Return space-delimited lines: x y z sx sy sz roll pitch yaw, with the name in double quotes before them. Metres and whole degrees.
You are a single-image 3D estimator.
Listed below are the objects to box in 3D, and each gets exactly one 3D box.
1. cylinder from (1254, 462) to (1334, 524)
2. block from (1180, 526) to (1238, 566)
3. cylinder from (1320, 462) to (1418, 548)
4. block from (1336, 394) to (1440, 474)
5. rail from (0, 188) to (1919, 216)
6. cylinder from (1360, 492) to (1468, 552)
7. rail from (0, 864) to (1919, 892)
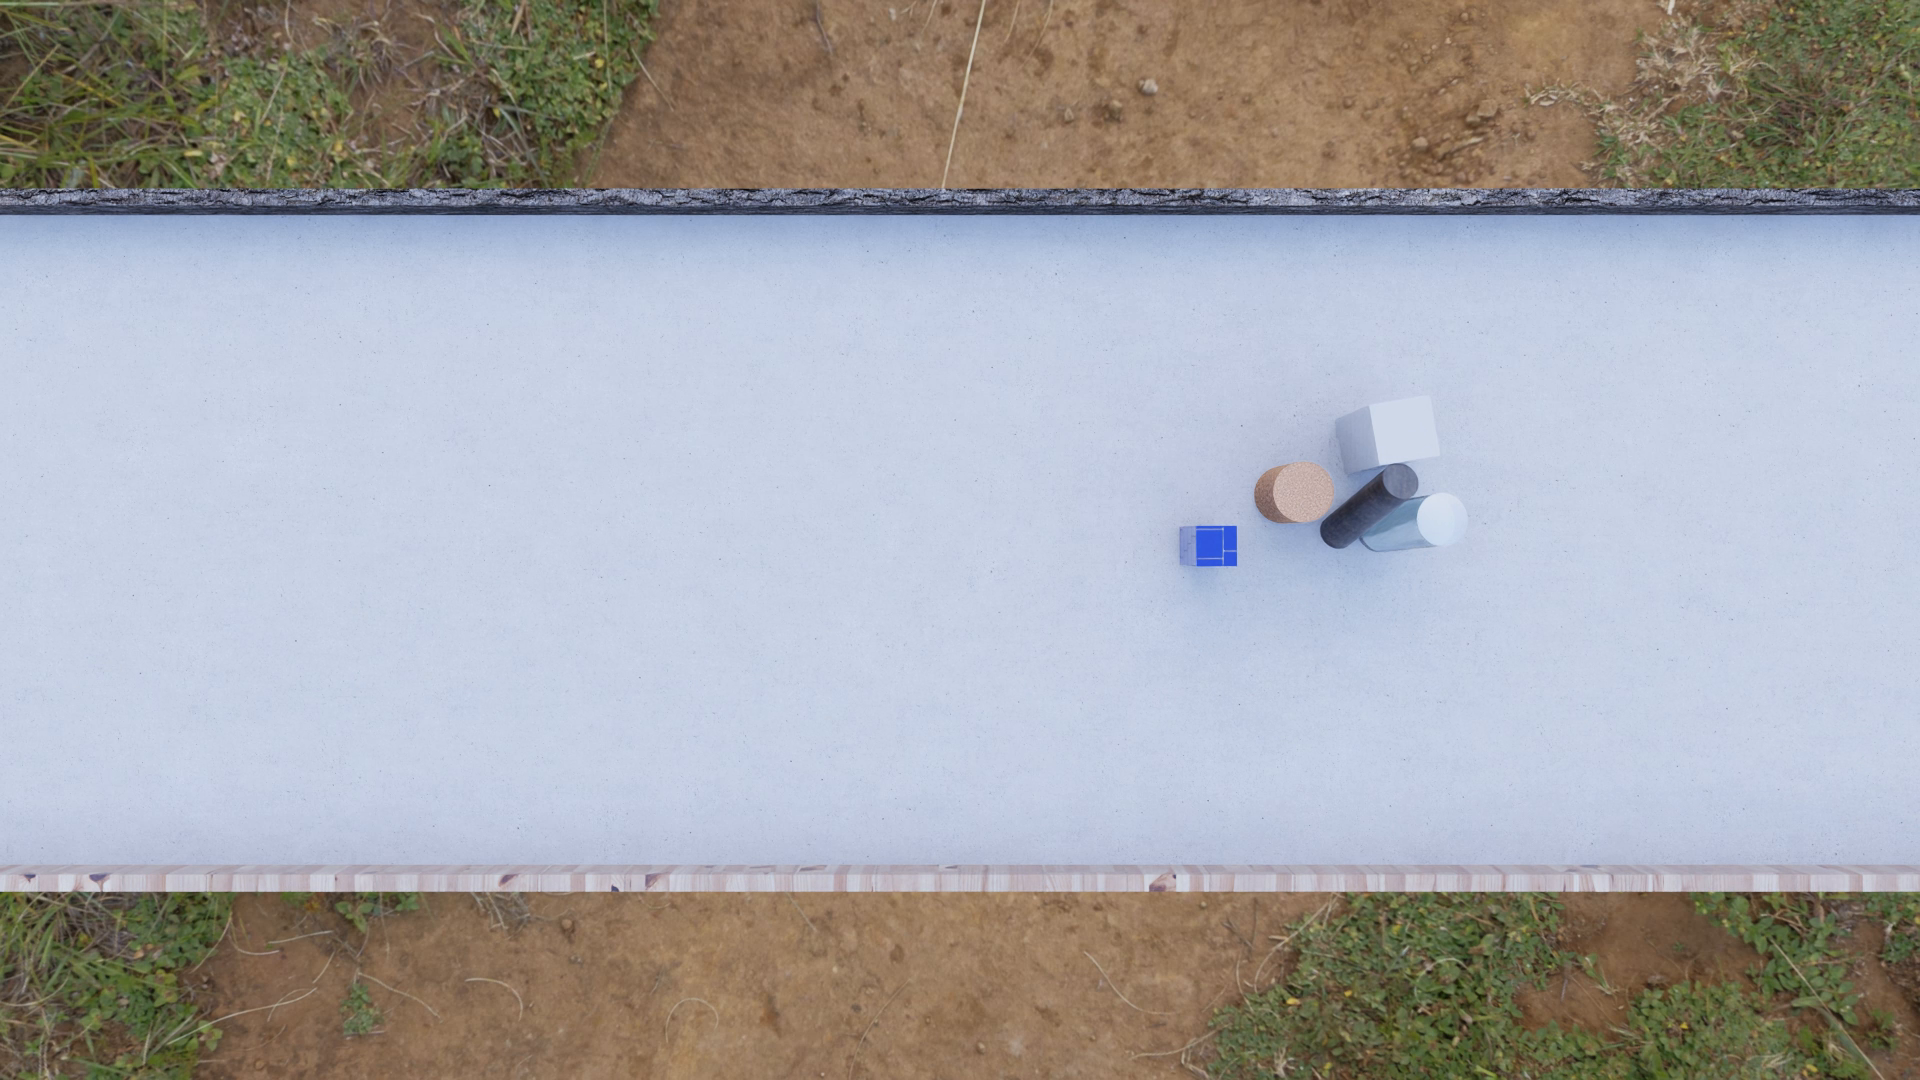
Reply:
"cylinder" 0.994 -0.139 4.922 0.177 0.309 0.177 0 90 0
"block" 0.734 0.017 4.898 0.117 0.358 0.117 0 90 0
"cylinder" 1.198 -0.095 4.849 0.108 0.446 0.108 4 71 -10
"block" 1.254 -0.305 4.862 0.174 0.425 0.174 -10 89 0
"rail" -2.247 -1.025 5.002 12.000 0.150 0.050 0 90 0
"cylinder" 1.322 -0.047 4.847 0.151 0.442 0.151 0 87 -8
"rail" -2.247 1.025 5.001 12.000 0.150 0.050 0 90 0
